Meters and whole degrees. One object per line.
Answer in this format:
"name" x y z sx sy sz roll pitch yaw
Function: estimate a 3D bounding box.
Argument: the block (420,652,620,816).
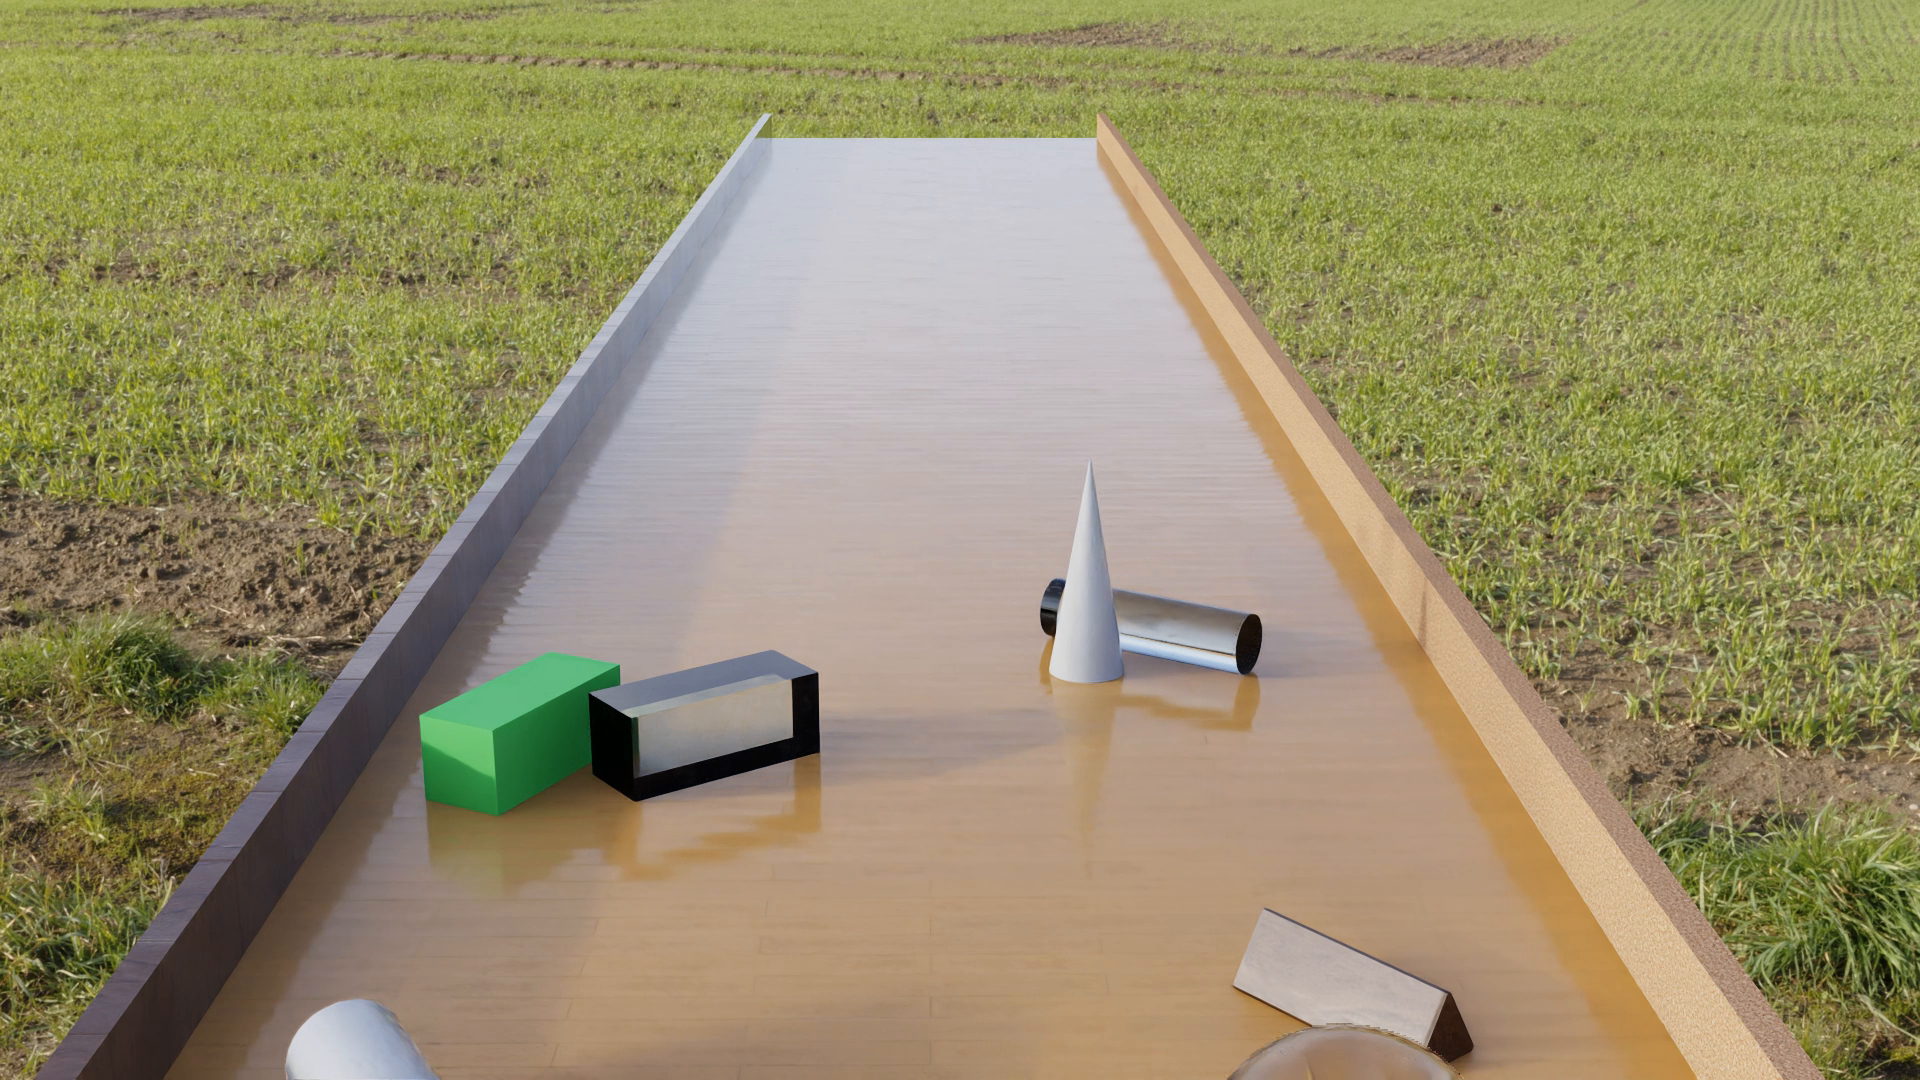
"block" -0.759 0.332 3.840 0.153 0.153 0.361 8 18 26

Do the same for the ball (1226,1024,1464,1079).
"ball" 0.412 0.686 2.335 0.334 0.334 0.334 0 17 0

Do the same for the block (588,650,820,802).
"block" -0.447 0.322 3.876 0.375 0.152 0.152 -12 20 -35

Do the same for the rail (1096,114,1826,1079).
"rail" 0.932 -0.844 7.801 0.050 0.150 12.000 0 17 -1

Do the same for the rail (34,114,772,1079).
"rail" -1.118 -0.838 7.780 0.050 0.150 12.000 0 17 -1

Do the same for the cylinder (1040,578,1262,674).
"cylinder" 0.382 0.171 4.436 0.440 0.123 0.123 10 19 31

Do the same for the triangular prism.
"triangular prism" 0.534 0.604 3.002 0.120 0.104 0.324 -14 21 -38

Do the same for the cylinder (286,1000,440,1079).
"cylinder" -0.685 0.694 2.631 0.150 0.150 0.355 -10 19 -29

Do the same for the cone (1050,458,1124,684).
"cone" 0.251 0.047 4.294 0.150 0.440 0.150 0 17 0
